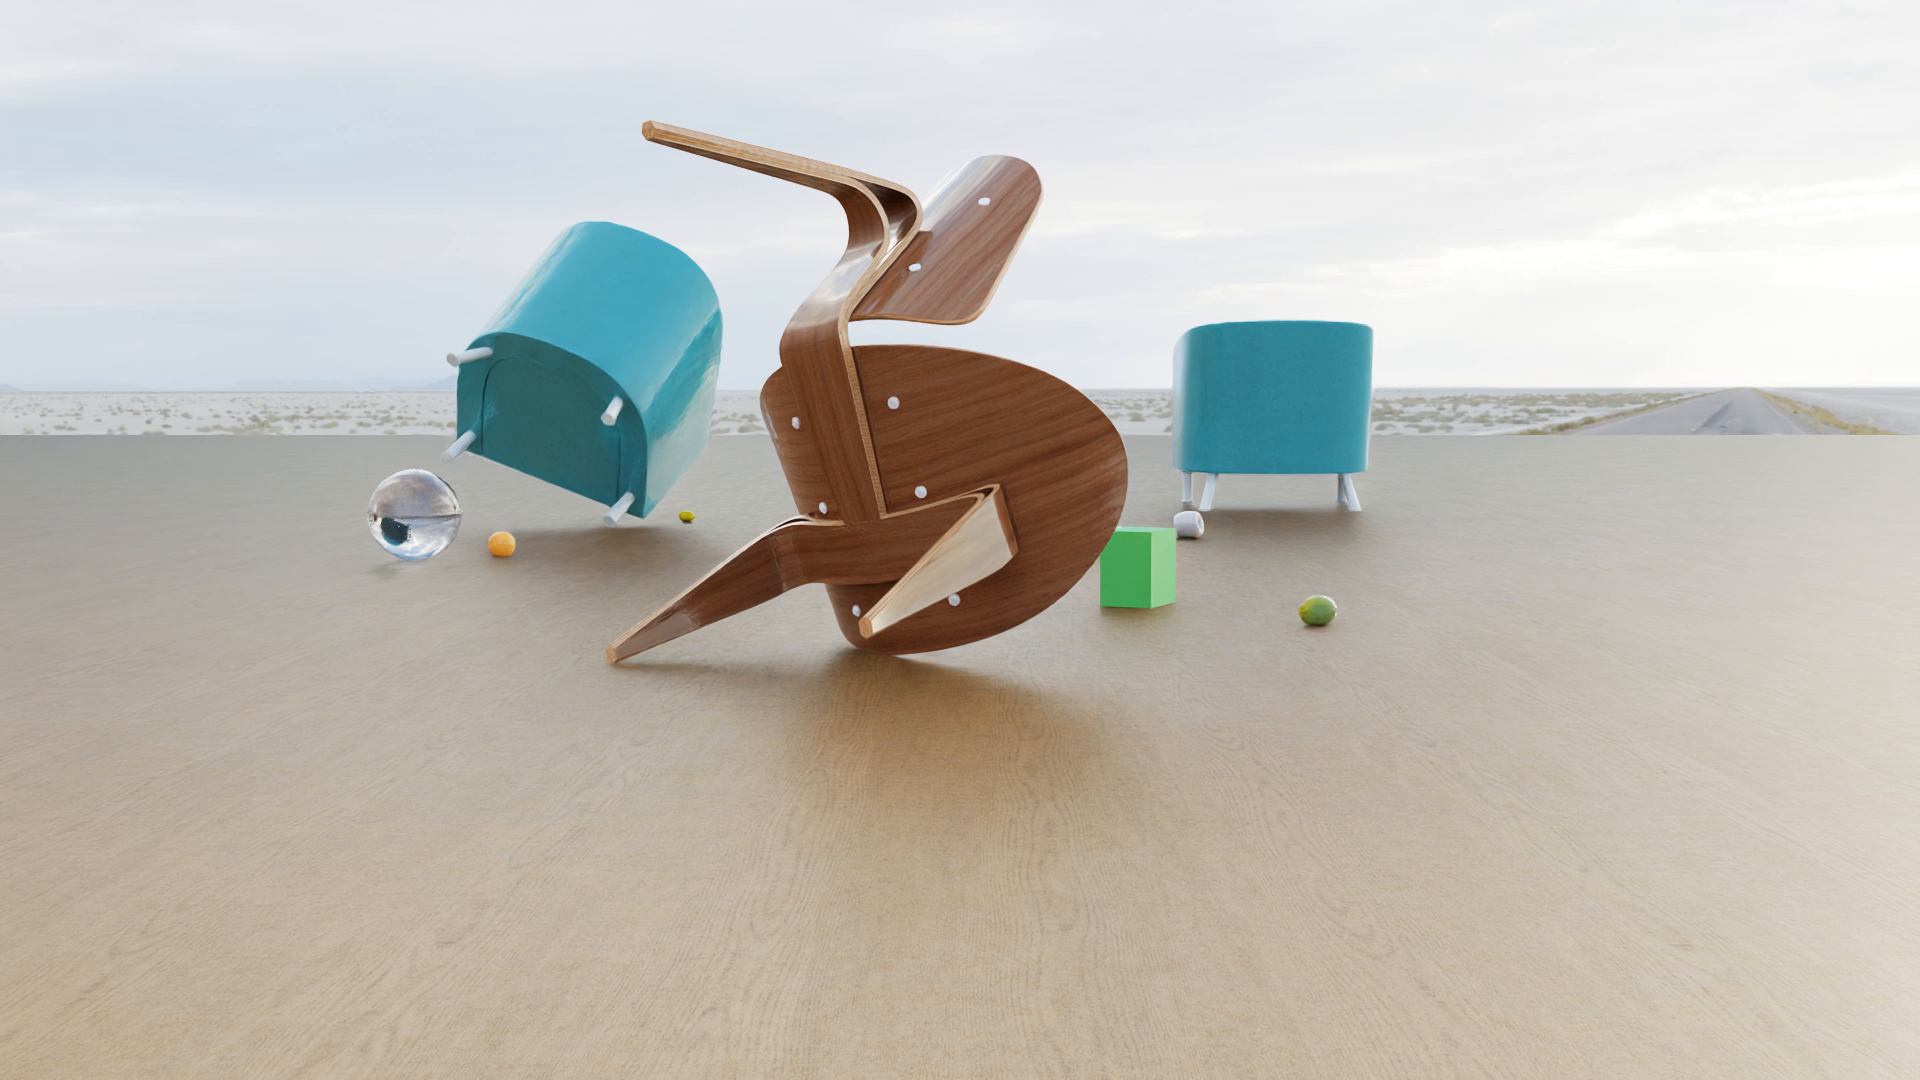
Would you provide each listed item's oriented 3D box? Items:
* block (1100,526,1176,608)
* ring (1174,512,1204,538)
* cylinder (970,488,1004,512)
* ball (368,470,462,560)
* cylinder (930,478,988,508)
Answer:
[{"bbox_3d":[0.373,0.056,4.594,0.112,0.156,0.148,2,4,25],"label":"block"},{"bbox_3d":[0.688,-0.045,6.622,0.074,0.083,0.121,-10,-9,18],"label":"ring"},{"bbox_3d":[0.100,-0.150,8.121,0.096,0.083,0.107,18,11,21],"label":"cylinder"},{"bbox_3d":[-1.426,-0.065,5.750,0.239,0.239,0.239,0,4,0],"label":"ball"},{"bbox_3d":[-0.003,-0.180,8.342,0.172,0.113,0.134,3,-3,39],"label":"cylinder"}]
